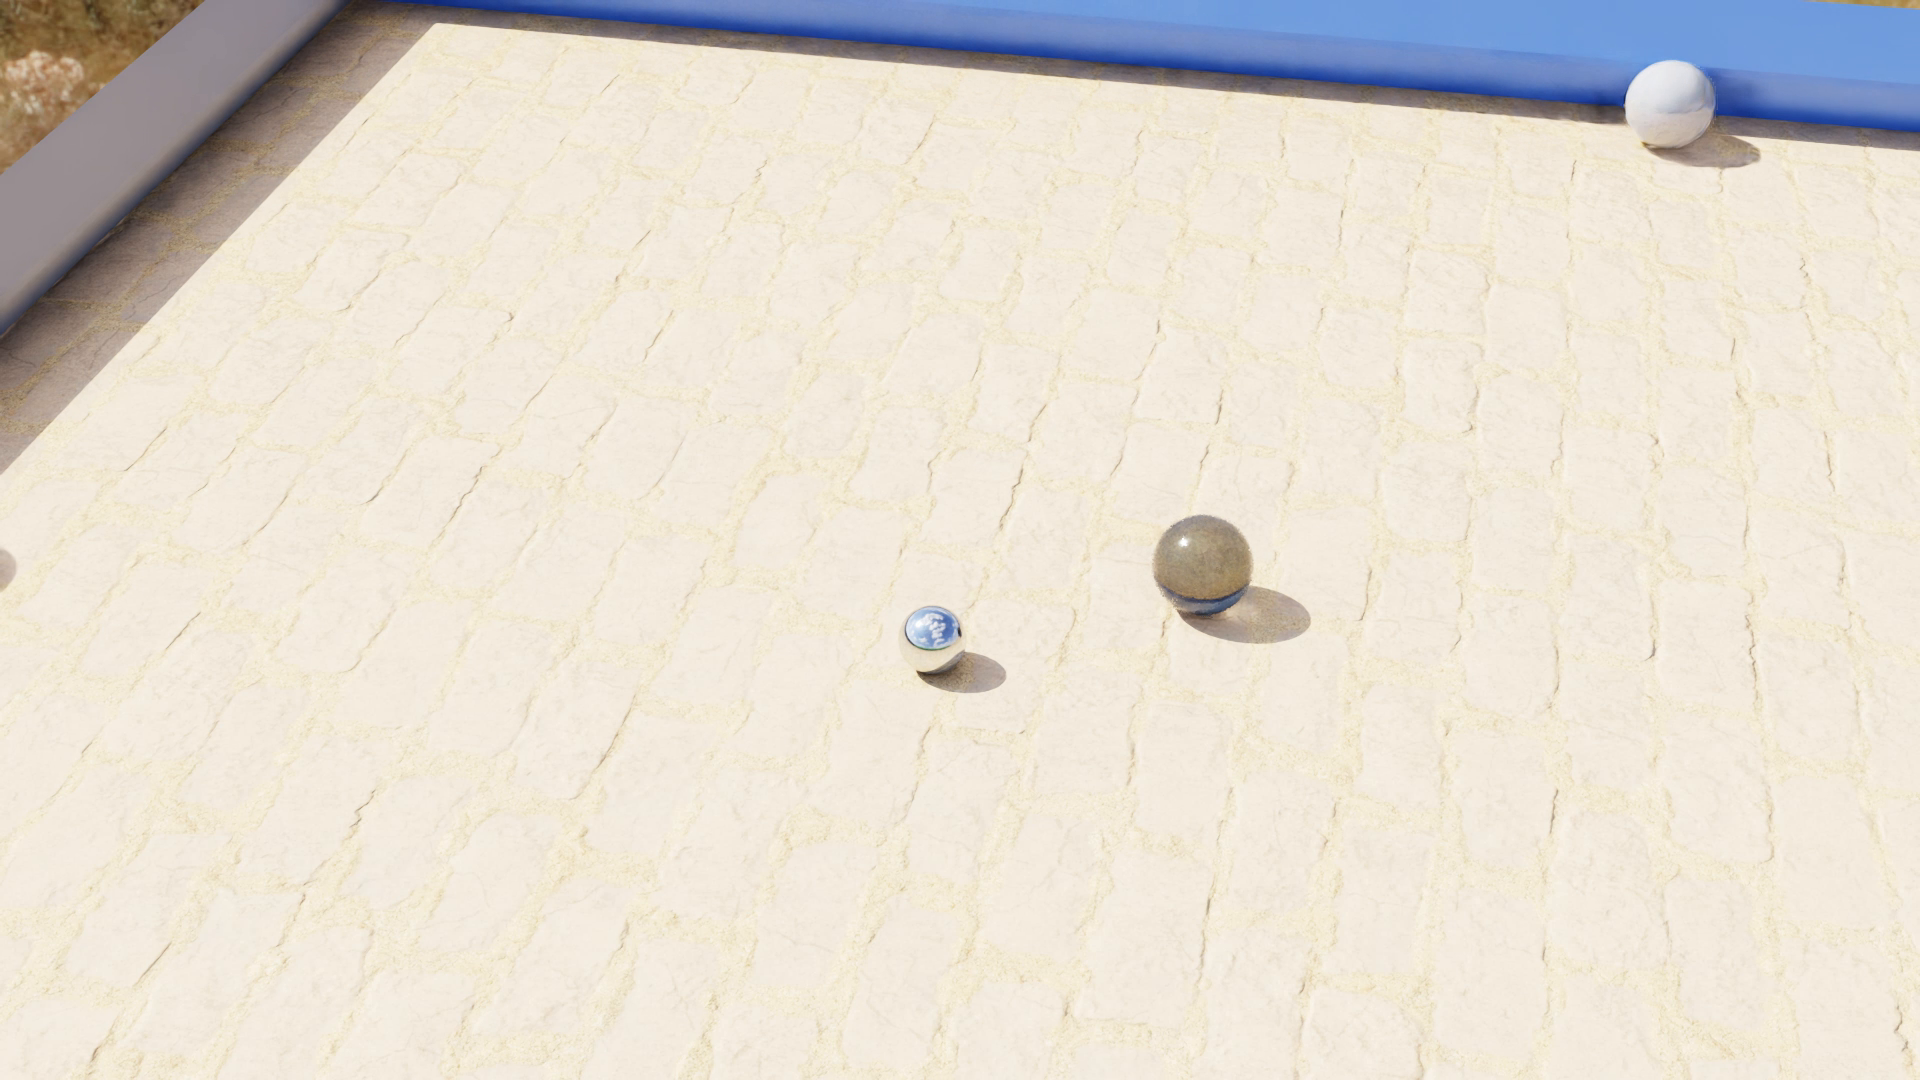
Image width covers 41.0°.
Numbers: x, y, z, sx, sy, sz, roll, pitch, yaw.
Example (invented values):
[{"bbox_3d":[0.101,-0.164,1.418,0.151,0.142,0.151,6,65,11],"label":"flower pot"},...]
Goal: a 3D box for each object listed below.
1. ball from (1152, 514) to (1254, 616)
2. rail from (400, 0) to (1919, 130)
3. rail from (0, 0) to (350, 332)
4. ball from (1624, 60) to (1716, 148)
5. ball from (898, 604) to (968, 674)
[{"bbox_3d":[0.181,0.018,1.910,0.075,0.075,0.075,0,34,0],"label":"ball"},{"bbox_3d":[1.090,-0.444,2.542,3.646,0.128,0.045,7,35,10],"label":"rail"},{"bbox_3d":[-0.869,-0.126,2.074,0.045,0.128,1.964,7,35,10],"label":"rail"},{"bbox_3d":[0.710,-0.436,2.567,0.088,0.088,0.088,0,34,0],"label":"ball"},{"bbox_3d":[-0.020,0.072,1.854,0.050,0.050,0.050,0,34,0],"label":"ball"}]
